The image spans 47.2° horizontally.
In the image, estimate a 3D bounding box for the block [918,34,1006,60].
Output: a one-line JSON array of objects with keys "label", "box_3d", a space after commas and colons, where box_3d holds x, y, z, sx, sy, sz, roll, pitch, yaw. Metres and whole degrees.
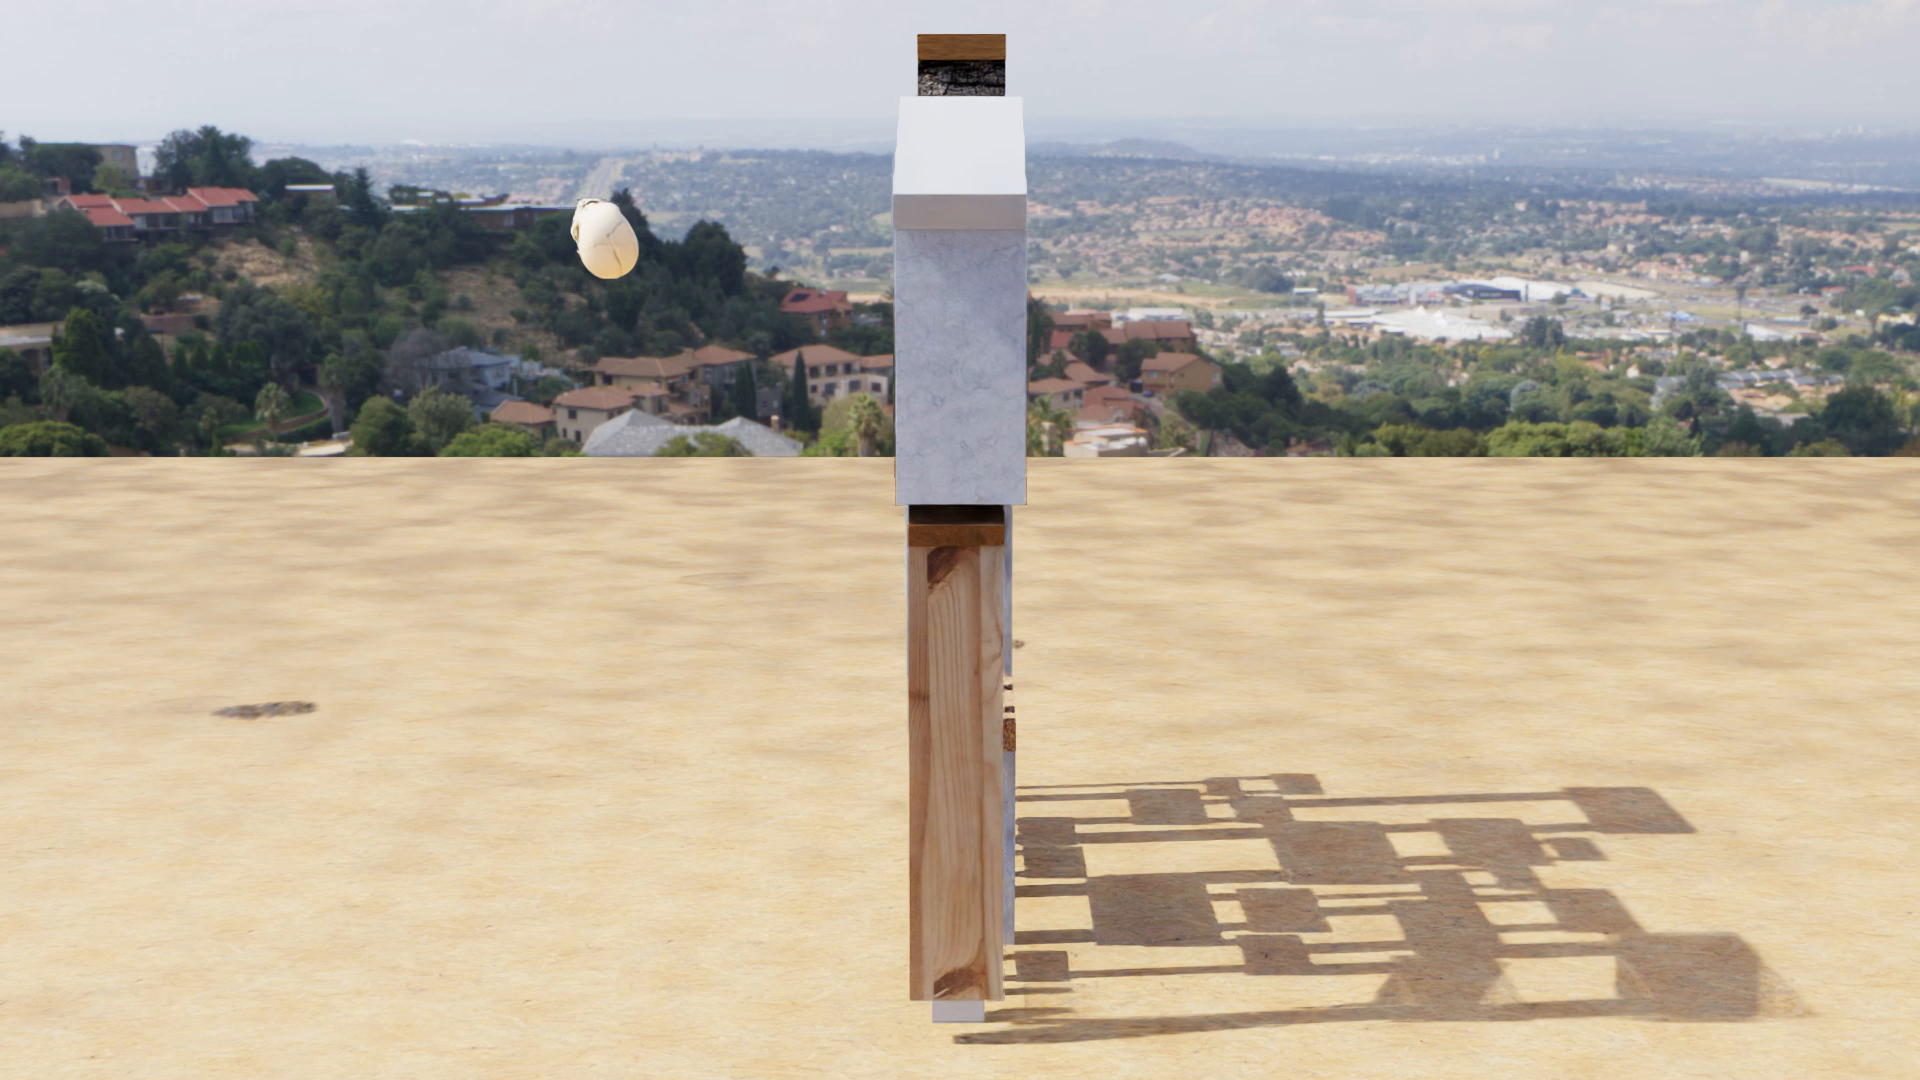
[{"label": "block", "box_3d": [0.003, -0.836, 3.751, 0.145, 0.041, 0.291, 0, 11, 0]}]

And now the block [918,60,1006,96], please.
[{"label": "block", "box_3d": [0.003, -0.655, 3.686, 0.145, 0.291, 0.041, 0, 11, 0]}]

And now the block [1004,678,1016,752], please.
[{"label": "block", "box_3d": [0.005, 0.270, 3.502, 0.161, 0.046, 0.322, 0, 11, 0]}]

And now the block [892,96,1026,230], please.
[{"label": "block", "box_3d": [0.001, -0.516, 2.980, 0.172, 0.049, 0.345, 0, 32, 0]}]

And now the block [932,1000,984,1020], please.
[{"label": "block", "box_3d": [-0.003, 0.611, 3.145, 0.075, 0.149, 0.021, 0, 0, 0]}]

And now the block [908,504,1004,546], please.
[{"label": "block", "box_3d": [-0.006, -0.096, 3.049, 0.129, 0.037, 0.258, 0, 45, 0]}]

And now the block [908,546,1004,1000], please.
[{"label": "block", "box_3d": [-0.005, 0.315, 3.031, 0.129, 0.644, 0.037, 0, 5, 0]}]

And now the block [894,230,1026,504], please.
[{"label": "block", "box_3d": [0.001, -0.236, 2.925, 0.172, 0.374, 0.049, 0, 10, 0]}]

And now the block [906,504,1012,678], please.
[{"label": "block", "box_3d": [-0.002, 0.051, 3.607, 0.174, 0.347, 0.049, 0, 11, 0]}]

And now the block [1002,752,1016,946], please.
[{"label": "block", "box_3d": [0.005, 0.471, 3.430, 0.161, 0.322, 0.046, 0, 11, 0]}]
